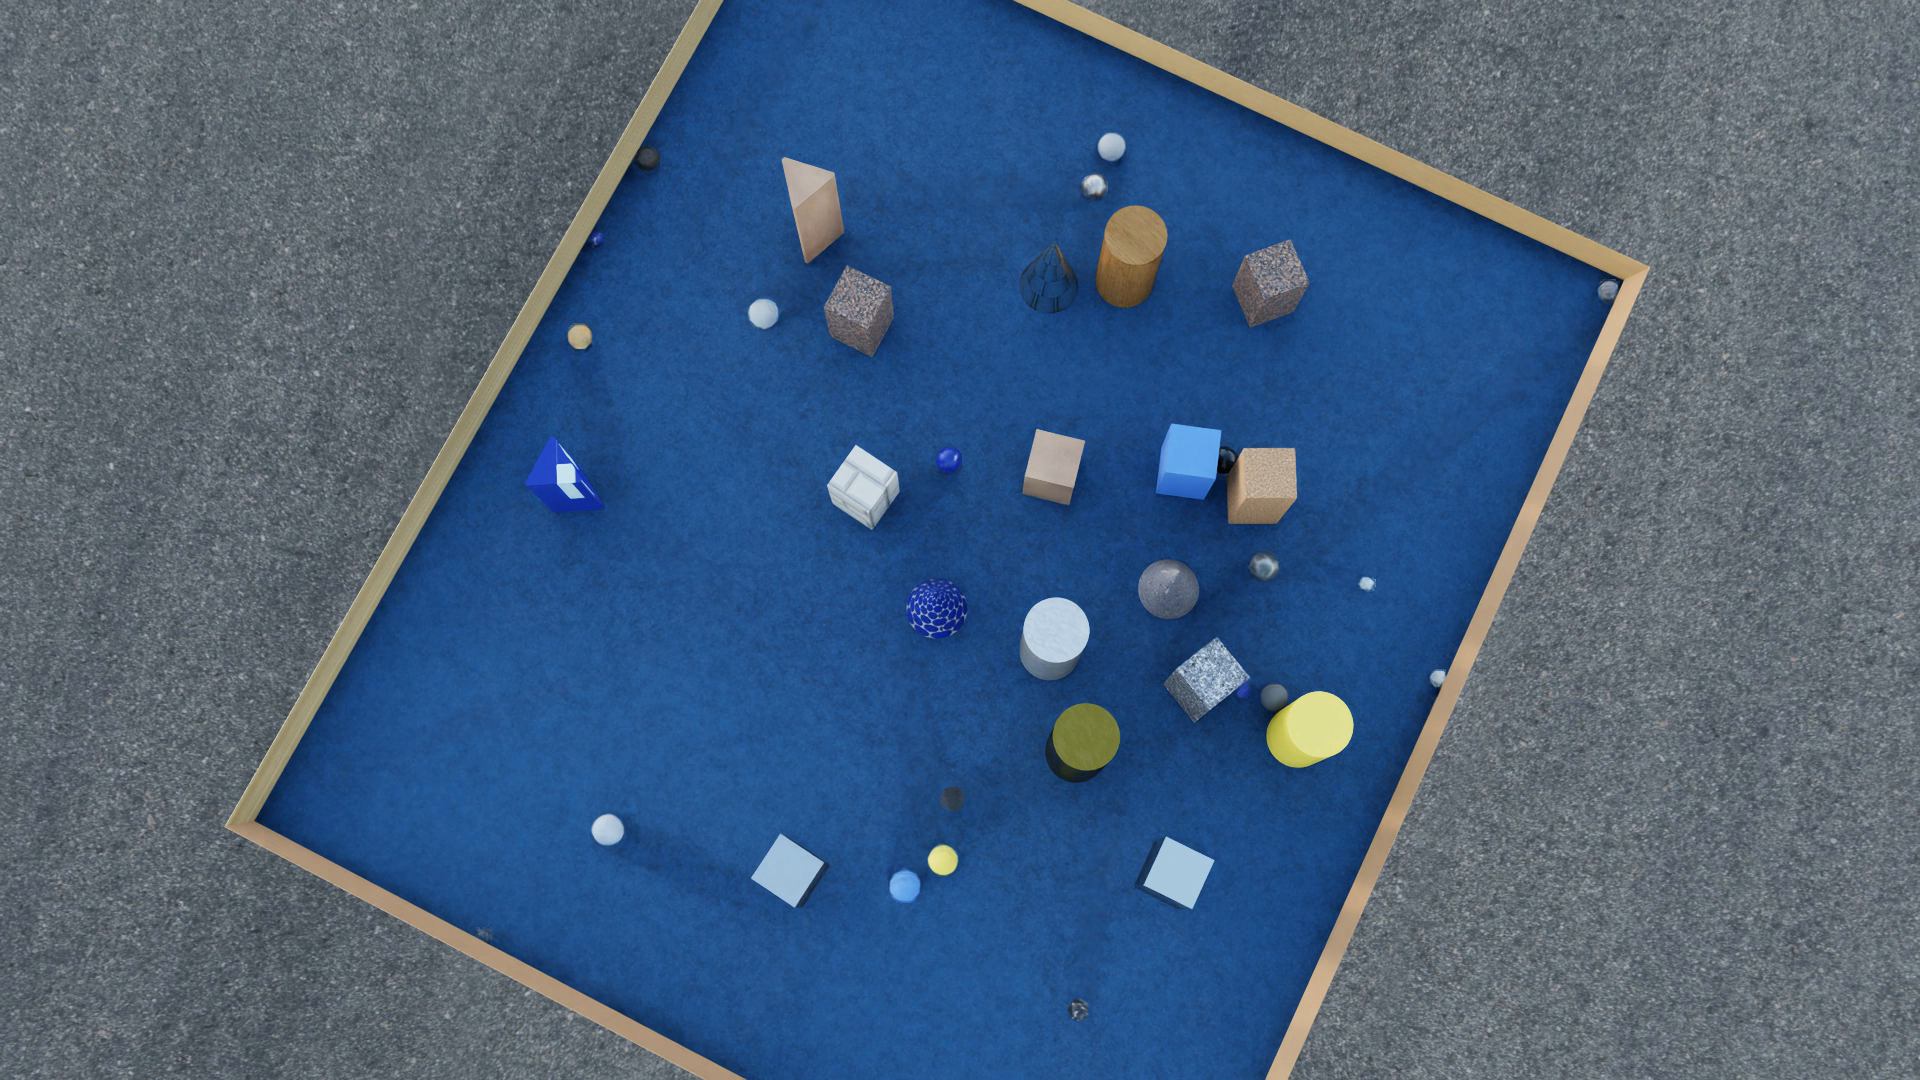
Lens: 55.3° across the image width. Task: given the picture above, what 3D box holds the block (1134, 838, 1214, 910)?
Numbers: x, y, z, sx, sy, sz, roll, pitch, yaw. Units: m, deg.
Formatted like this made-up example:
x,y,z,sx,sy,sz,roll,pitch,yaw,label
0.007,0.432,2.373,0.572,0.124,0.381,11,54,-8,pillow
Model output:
x,y,z,sx,sy,sz,roll,pitch,yaw,label
0.610,0.959,5.258,0.148,0.313,0.148,26,79,5,block

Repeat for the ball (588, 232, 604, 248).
x,y,z,sx,sy,sz,roll,pitch,yaw,label
-1.151,-0.947,5.788,0.048,0.048,0.048,0,78,0,ball

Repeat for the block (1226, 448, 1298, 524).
x,y,z,sx,sy,sz,roll,pitch,yaw,label
0.897,-0.158,5.469,0.148,0.352,0.148,0,78,0,block

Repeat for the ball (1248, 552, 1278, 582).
x,y,z,sx,sy,sz,roll,pitch,yaw,label
0.920,0.082,5.554,0.088,0.088,0.088,0,78,0,ball

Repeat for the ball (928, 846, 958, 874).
x,y,z,sx,sy,sz,roll,pitch,yaw,label
-0.049,0.939,5.378,0.086,0.086,0.086,0,78,0,ball

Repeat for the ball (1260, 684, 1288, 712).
x,y,z,sx,sy,sz,roll,pitch,yaw,label
0.939,0.471,5.477,0.083,0.083,0.083,0,78,0,ball

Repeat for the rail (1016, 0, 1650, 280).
x,y,z,sx,sy,sz,roll,pitch,yaw,label
0.759,-1.481,5.860,3.055,0.121,0.045,26,80,5,rail

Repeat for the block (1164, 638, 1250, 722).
x,y,z,sx,sy,sz,roll,pitch,yaw,label
0.717,0.412,5.354,0.148,0.347,0.148,-37,81,-7,block

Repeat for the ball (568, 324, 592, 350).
x,y,z,sx,sy,sz,roll,pitch,yaw,label
-1.183,-0.632,5.708,0.077,0.077,0.077,0,78,0,ball

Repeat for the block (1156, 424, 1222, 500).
x,y,z,sx,sy,sz,roll,pitch,yaw,label
0.687,-0.234,5.525,0.148,0.273,0.148,8,78,2,block

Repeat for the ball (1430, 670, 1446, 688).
x,y,z,sx,sy,sz,roll,pitch,yaw,label
1.439,0.418,5.503,0.053,0.053,0.053,0,78,0,ball

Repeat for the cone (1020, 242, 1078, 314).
x,y,z,sx,sy,sz,roll,pitch,yaw,label
0.280,-0.842,5.594,0.186,0.385,0.186,0,78,0,cone

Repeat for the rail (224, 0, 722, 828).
x,y,z,sx,sy,sz,roll,pitch,yaw,label
-1.345,-0.652,5.689,0.045,0.121,3.443,26,80,5,rail

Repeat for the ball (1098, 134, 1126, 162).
x,y,z,sx,sy,sz,roll,pitch,yaw,label
0.482,-1.248,5.830,0.088,0.088,0.088,0,78,0,ball

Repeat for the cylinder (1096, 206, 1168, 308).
x,y,z,sx,sy,sz,roll,pitch,yaw,label
0.519,-0.861,5.597,0.186,0.387,0.186,0,78,0,cylinder

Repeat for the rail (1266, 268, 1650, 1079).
x,y,z,sx,sy,sz,roll,pitch,yaw,label
1.345,0.665,5.416,0.045,0.121,3.443,26,80,5,rail

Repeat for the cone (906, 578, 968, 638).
x,y,z,sx,sy,sz,roll,pitch,yaw,label
-0.071,0.179,5.432,0.186,0.288,0.186,0,78,0,cone

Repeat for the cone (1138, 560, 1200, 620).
x,y,z,sx,sy,sz,roll,pitch,yaw,label
0.636,0.120,5.441,0.186,0.295,0.186,0,78,0,cone

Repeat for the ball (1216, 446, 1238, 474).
x,y,z,sx,sy,sz,roll,pitch,yaw,label
0.810,-0.244,5.622,0.087,0.087,0.087,0,78,0,ball

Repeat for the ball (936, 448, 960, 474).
x,y,z,sx,sy,sz,roll,pitch,yaw,label
-0.037,-0.244,5.627,0.078,0.078,0.078,0,78,0,ball

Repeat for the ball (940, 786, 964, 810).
x,y,z,sx,sy,sz,roll,pitch,yaw,label
-0.023,0.764,5.423,0.069,0.069,0.069,0,78,0,ball

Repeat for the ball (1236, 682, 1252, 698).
x,y,z,sx,sy,sz,roll,pitch,yaw,label
0.850,0.448,5.499,0.049,0.049,0.049,0,78,0,ball

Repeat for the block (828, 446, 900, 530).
x,y,z,sx,sy,sz,roll,pitch,yaw,label
-0.289,-0.155,5.523,0.148,0.245,0.148,34,80,7,block

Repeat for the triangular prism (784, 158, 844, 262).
x,y,z,sx,sy,sz,roll,pitch,yaw,label
-0.473,-1.025,5.595,0.161,0.456,0.139,-42,81,-8,triangular prism

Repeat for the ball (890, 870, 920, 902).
x,y,z,sx,sy,sz,roll,pitch,yaw,label
-0.161,1.012,5.360,0.092,0.092,0.092,0,78,0,ball

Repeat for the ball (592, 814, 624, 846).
x,y,z,sx,sy,sz,roll,pitch,yaw,label
-1.035,0.854,5.393,0.092,0.092,0.092,0,78,0,ball

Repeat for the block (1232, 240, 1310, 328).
x,y,z,sx,sy,sz,roll,pitch,yaw,label
0.954,-0.787,5.641,0.148,0.270,0.148,-20,79,-4,block

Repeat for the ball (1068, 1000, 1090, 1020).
x,y,z,sx,sy,sz,roll,pitch,yaw,label
0.344,1.359,5.305,0.059,0.059,0.059,0,78,0,ball

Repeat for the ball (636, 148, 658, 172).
x,y,z,sx,sy,sz,roll,pitch,yaw,label
-0.995,-1.210,5.829,0.073,0.073,0.073,0,78,0,ball

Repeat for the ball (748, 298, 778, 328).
x,y,z,sx,sy,sz,roll,pitch,yaw,label
-0.612,-0.707,5.715,0.093,0.093,0.093,0,78,0,ball

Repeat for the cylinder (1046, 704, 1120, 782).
x,y,z,sx,sy,sz,roll,pitch,yaw,label
0.347,0.587,5.262,0.186,0.457,0.186,0,78,0,cylinder

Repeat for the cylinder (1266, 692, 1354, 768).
x,y,z,sx,sy,sz,roll,pitch,yaw,label
1.011,0.554,5.319,0.186,0.358,0.186,0,78,0,cylinder

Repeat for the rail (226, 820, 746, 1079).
x,y,z,sx,sy,sz,roll,pitch,yaw,label
-0.759,1.493,5.245,3.055,0.121,0.045,26,80,5,rail

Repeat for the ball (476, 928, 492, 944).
x,y,z,sx,sy,sz,roll,pitch,yaw,label
-1.390,1.160,5.351,0.050,0.050,0.050,0,78,0,ball

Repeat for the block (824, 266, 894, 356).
x,y,z,sx,sy,sz,roll,pitch,yaw,label
-0.307,-0.698,5.616,0.148,0.283,0.148,27,80,5,block

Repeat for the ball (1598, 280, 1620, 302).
x,y,z,sx,sy,sz,roll,pitch,yaw,label
2.033,-0.779,5.743,0.067,0.067,0.067,0,78,0,ball

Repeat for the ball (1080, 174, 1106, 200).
x,y,z,sx,sy,sz,roll,pitch,yaw,label
0.422,-1.120,5.805,0.084,0.084,0.084,0,78,0,ball

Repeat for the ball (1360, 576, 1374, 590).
x,y,z,sx,sy,sz,roll,pitch,yaw,label
1.234,0.133,5.567,0.043,0.043,0.043,0,78,0,ball

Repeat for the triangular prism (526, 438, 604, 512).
x,y,z,sx,sy,sz,roll,pitch,yaw,label
-1.178,-0.197,5.475,0.161,0.357,0.139,-4,78,-1,triangular prism

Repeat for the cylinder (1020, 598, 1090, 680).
x,y,z,sx,sy,sz,roll,pitch,yaw,label
0.272,0.293,5.355,0.186,0.392,0.186,0,78,0,cylinder

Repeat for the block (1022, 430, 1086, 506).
x,y,z,sx,sy,sz,roll,pitch,yaw,label
0.282,-0.218,5.543,0.148,0.232,0.148,14,79,3,block

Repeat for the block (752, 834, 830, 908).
x,y,z,sx,sy,sz,roll,pitch,yaw,label
-0.486,0.957,5.290,0.148,0.251,0.148,32,80,6,block
